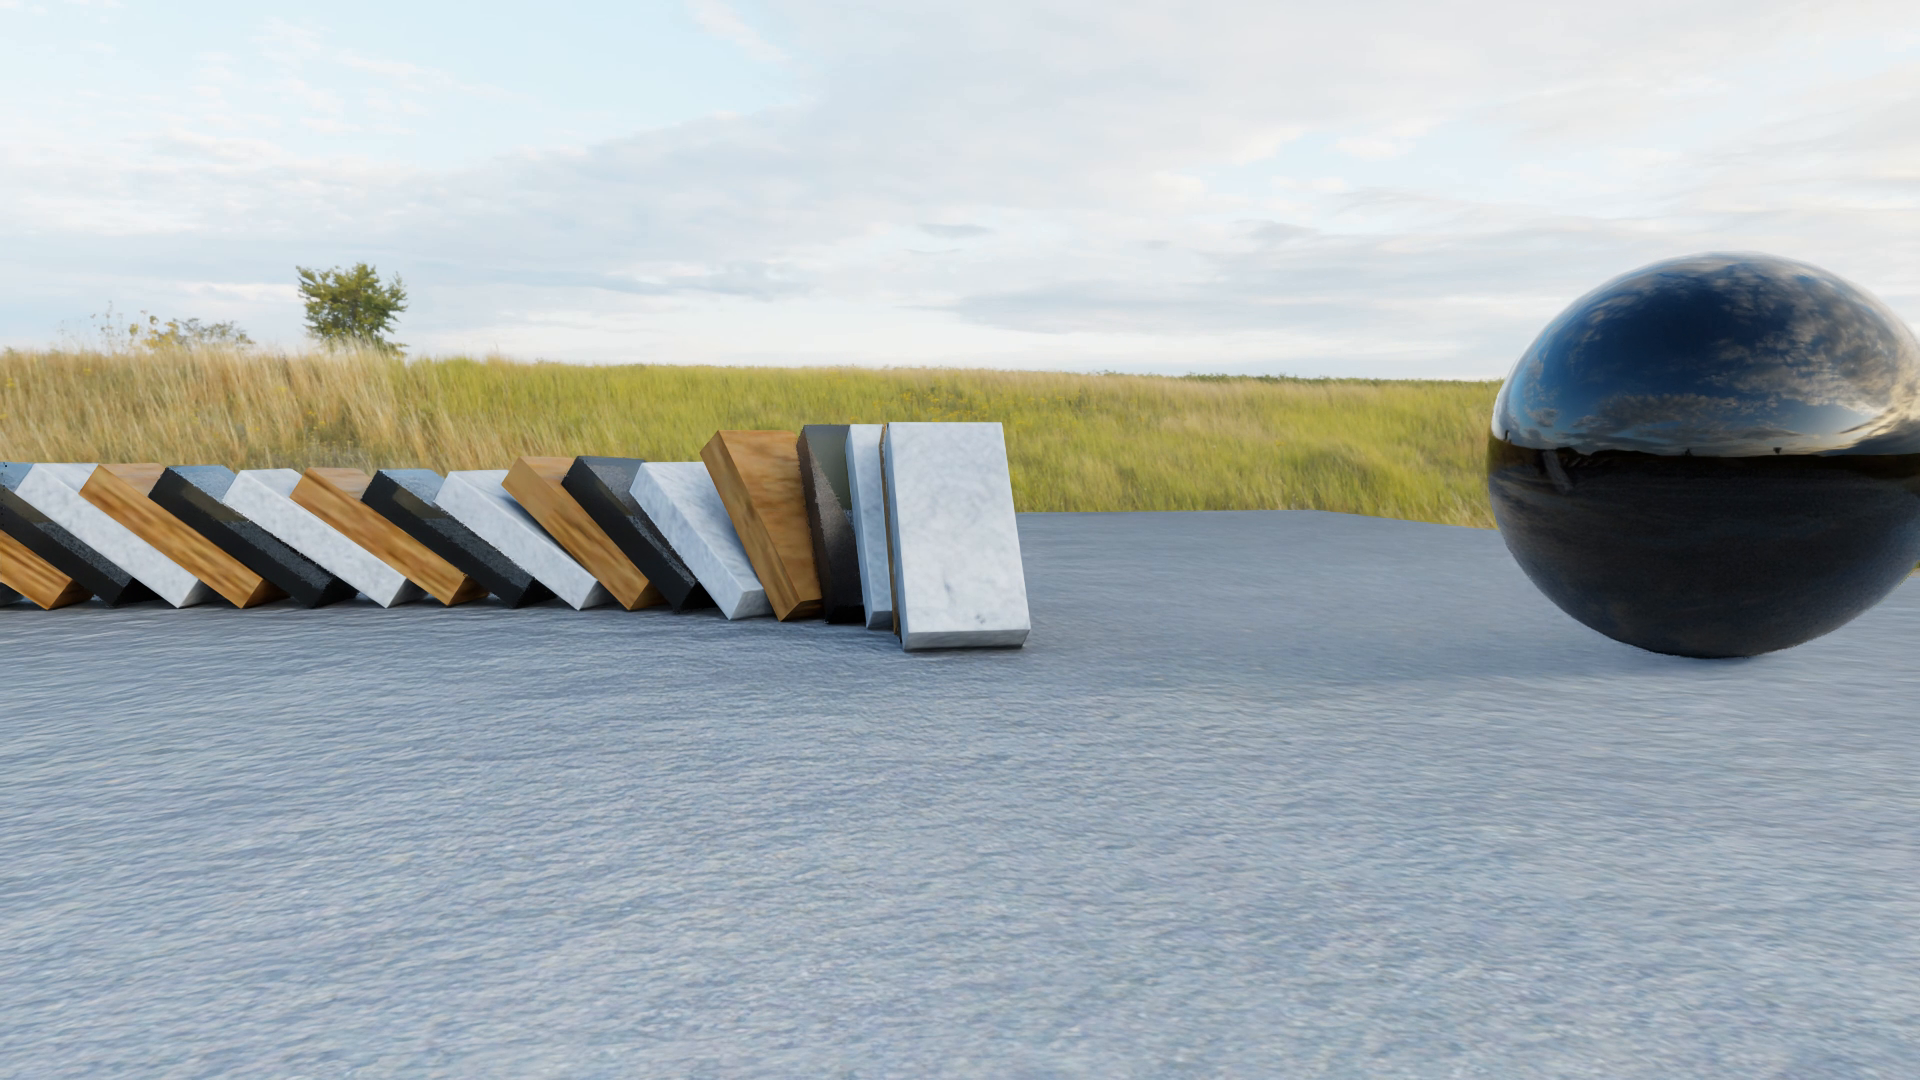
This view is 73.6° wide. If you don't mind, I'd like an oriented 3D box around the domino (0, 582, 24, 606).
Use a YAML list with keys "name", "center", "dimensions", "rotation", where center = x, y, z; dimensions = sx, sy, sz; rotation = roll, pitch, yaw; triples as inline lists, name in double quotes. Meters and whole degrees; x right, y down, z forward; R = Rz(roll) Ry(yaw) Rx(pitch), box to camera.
- name: "domino"
  center: [-0.268, 0.000, 0.329]
  dimensions: [0.050, 0.009, 0.025]
  rotation: [35, -5, -15]

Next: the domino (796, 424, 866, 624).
- name: "domino"
  center: [-0.023, -0.005, 0.315]
  dimensions: [0.025, 0.050, 0.009]
  rotation: [-2, -28, -22]

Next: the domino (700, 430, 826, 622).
- name: "domino"
  center: [-0.043, -0.005, 0.321]
  dimensions: [0.025, 0.050, 0.009]
  rotation: [-5, -30, -49]

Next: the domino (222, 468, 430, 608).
- name: "domino"
  center: [-0.167, -0.001, 0.343]
  dimensions: [0.050, 0.009, 0.025]
  rotation: [34, 4, -2]

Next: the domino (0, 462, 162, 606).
- name: "domino"
  center: [-0.236, -0.002, 0.341]
  dimensions: [0.050, 0.010, 0.025]
  rotation: [36, 0, -3]

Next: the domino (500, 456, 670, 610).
- name: "domino"
  center: [-0.095, -0.003, 0.340]
  dimensions: [0.050, 0.009, 0.025]
  rotation: [41, 15, 13]

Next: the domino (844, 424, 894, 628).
- name: "domino"
  center: [-0.012, -0.004, 0.306]
  dimensions: [0.025, 0.050, 0.010]
  rotation: [-1, -28, -15]

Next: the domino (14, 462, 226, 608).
- name: "domino"
  center: [-0.219, -0.002, 0.341]
  dimensions: [0.050, 0.010, 0.025]
  rotation: [36, 2, -3]

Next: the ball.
- name: "ball"
  center: [0.147, -0.017, 0.254]
  dimensions: [0.080, 0.080, 0.080]
  rotation: [0, 4, 0]

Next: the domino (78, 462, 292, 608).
- name: "domino"
  center: [-0.202, -0.002, 0.341]
  dimensions: [0.050, 0.009, 0.025]
  rotation: [36, 3, -3]

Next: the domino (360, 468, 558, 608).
- name: "domino"
  center: [-0.131, -0.001, 0.344]
  dimensions: [0.050, 0.009, 0.025]
  rotation: [34, 7, 4]

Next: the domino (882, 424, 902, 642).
- name: "domino"
  center: [-0.002, -0.002, 0.284]
  dimensions: [0.025, 0.050, 0.010]
  rotation: [-1, -28, -11]

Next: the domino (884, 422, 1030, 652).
- name: "domino"
  center: [-0.001, -0.002, 0.273]
  dimensions: [0.025, 0.050, 0.010]
  rotation: [-1, -28, -11]

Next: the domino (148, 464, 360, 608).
- name: "domino"
  center: [-0.185, -0.001, 0.342]
  dimensions: [0.050, 0.009, 0.025]
  rotation: [35, 3, -3]

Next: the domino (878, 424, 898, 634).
- name: "domino"
  center: [-0.004, -0.003, 0.296]
  dimensions: [0.025, 0.050, 0.010]
  rotation: [-1, -28, -11]

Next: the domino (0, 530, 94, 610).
- name: "domino"
  center: [-0.252, -0.001, 0.334]
  dimensions: [0.050, 0.010, 0.025]
  rotation: [37, -5, -12]

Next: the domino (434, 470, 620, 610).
- name: "domino"
  center: [-0.112, -0.001, 0.343]
  dimensions: [0.050, 0.010, 0.025]
  rotation: [35, 12, 10]

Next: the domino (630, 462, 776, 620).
- name: "domino"
  center: [-0.060, -0.001, 0.328]
  dimensions: [0.025, 0.009, 0.050]
  rotation: [-5, 43, -49]

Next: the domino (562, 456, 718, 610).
- name: "domino"
  center: [-0.079, -0.002, 0.336]
  dimensions: [0.050, 0.009, 0.025]
  rotation: [43, 19, 20]

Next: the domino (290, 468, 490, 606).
- name: "domino"
  center: [-0.150, -0.002, 0.345]
  dimensions: [0.050, 0.010, 0.025]
  rotation: [34, 4, 1]
